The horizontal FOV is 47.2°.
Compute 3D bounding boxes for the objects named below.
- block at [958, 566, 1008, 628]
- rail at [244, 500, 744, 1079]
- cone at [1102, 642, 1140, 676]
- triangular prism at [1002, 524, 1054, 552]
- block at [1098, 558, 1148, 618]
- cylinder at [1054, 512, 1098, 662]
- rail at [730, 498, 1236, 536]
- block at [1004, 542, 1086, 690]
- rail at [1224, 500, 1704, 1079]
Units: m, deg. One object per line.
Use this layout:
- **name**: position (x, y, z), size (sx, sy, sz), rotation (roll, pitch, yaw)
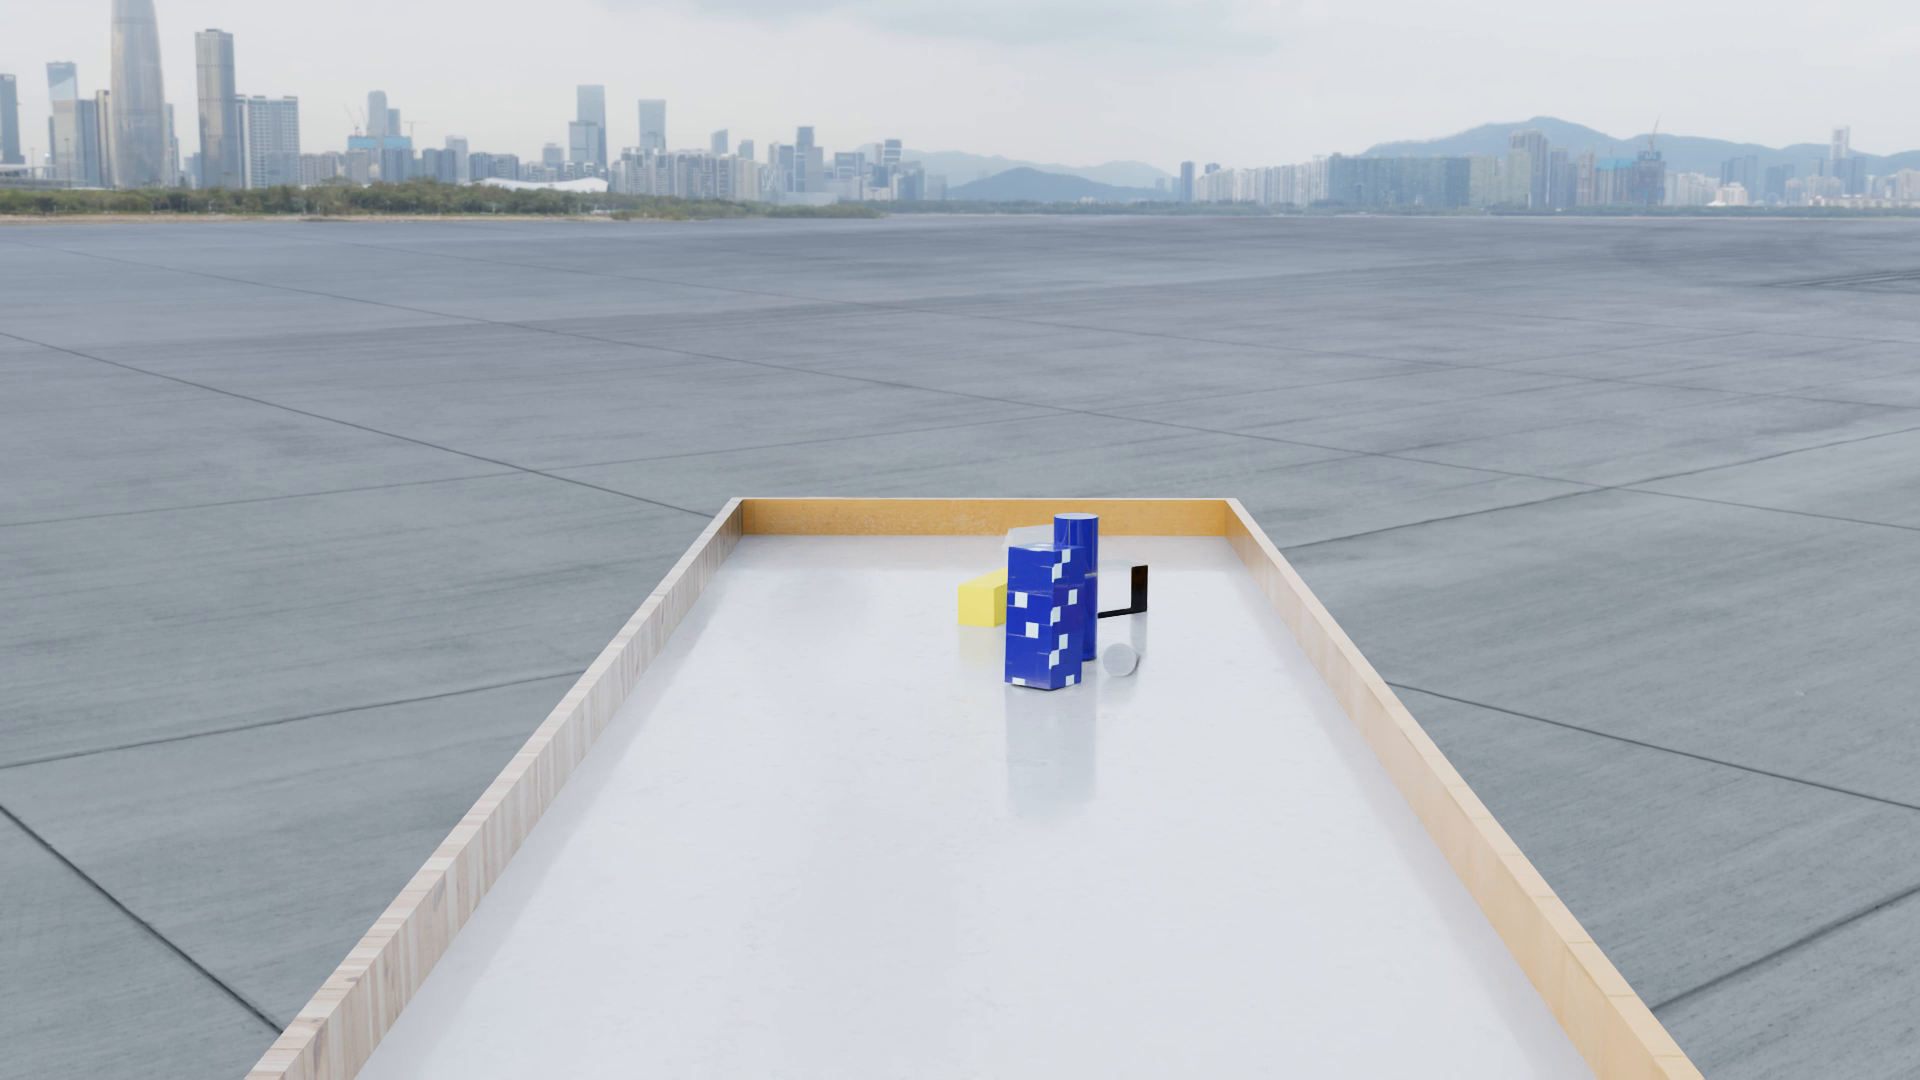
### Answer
- **block**: position (0.145, 0.186, 7.419), size (0.130, 0.130, 0.441), rotation (4, 10, 25)
- **rail**: position (-1.004, 0.839, 3.234), size (0.050, 0.150, 12.000), rotation (0, 9, 1)
- **cone**: position (0.513, 0.354, 6.616), size (0.100, 0.100, 0.310), rotation (3, 0, 17)
- **triangular prism**: position (0.346, -0.016, 8.793), size (0.362, 0.093, 0.108), rotation (-6, 11, -34)
- **block**: position (0.455, 0.169, 7.428), size (0.334, 0.161, 0.161), rotation (-7, 11, -36)
- **cylinder**: position (0.352, 0.144, 6.699), size (0.136, 0.439, 0.136), rotation (0, 9, 0)
- **rail**: position (0.099, -0.098, 9.147), size (2.100, 0.150, 0.050), rotation (0, 9, 1)
- **block**: position (0.246, 0.216, 6.358), size (0.160, 0.396, 0.160), rotation (7, 9, 36)
- **rail**: position (1.046, 0.843, 3.208), size (0.050, 0.150, 12.000), rotation (0, 9, 1)
